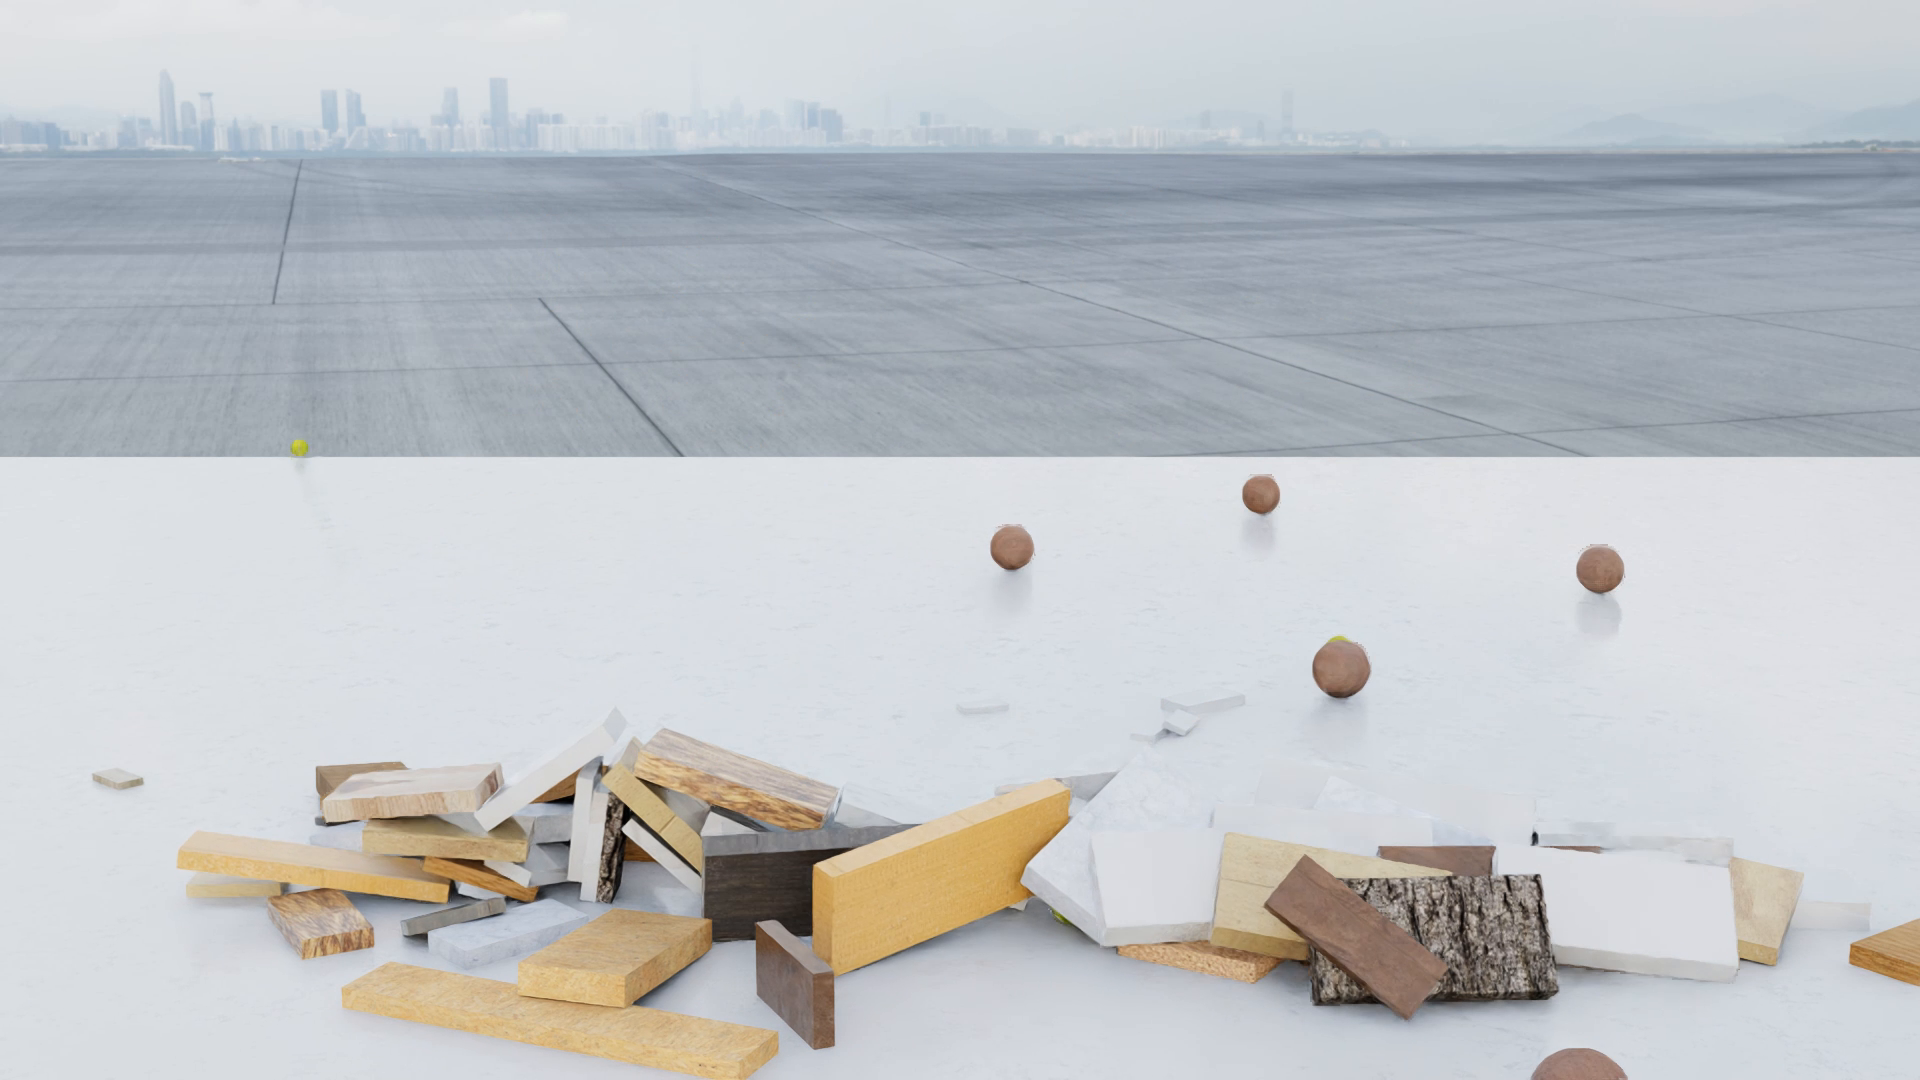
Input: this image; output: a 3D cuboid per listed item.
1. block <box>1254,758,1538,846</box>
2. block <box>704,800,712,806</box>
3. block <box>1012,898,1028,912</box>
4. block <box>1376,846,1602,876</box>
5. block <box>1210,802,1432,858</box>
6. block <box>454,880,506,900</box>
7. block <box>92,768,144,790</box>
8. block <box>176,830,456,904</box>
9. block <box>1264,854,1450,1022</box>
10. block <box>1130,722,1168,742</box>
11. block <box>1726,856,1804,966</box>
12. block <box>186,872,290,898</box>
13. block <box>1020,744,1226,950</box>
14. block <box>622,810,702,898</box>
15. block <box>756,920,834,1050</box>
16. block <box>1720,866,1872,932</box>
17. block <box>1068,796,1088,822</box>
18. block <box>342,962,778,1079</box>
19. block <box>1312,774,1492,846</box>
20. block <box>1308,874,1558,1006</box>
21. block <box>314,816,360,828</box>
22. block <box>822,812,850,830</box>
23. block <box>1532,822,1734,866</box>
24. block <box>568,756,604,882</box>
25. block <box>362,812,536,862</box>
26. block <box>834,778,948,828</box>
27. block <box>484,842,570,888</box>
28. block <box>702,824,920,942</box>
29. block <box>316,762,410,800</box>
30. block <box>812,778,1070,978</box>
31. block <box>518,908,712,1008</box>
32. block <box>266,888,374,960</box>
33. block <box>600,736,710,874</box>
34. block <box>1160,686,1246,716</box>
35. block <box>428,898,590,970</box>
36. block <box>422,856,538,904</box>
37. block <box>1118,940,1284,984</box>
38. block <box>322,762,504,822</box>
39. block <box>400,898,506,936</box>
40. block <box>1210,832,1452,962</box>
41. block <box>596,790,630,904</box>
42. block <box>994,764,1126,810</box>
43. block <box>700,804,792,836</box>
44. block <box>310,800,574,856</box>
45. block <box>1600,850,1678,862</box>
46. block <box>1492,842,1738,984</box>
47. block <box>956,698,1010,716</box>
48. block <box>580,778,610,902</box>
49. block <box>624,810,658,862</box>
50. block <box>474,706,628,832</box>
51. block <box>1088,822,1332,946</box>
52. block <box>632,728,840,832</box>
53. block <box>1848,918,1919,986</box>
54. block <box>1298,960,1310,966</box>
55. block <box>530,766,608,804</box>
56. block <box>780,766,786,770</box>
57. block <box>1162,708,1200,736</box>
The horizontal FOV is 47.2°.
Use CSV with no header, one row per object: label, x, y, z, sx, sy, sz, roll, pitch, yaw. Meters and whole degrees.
block,0.722,0.466,3.678,0.456,0.040,0.143,7,51,18
block,-0.464,0.430,3.865,0.190,0.027,0.095,44,13,-2
block,-0.009,0.534,3.639,0.254,0.036,0.127,20,10,-3
block,0.833,0.562,3.416,0.349,0.049,0.175,0,48,-2
block,0.576,0.522,3.508,0.349,0.175,0.049,4,-32,0
block,-0.806,0.559,3.673,0.077,0.022,0.154,19,7,-22
block,-1.645,0.466,4.295,0.103,0.015,0.051,9,14,41
block,-1.060,0.541,3.645,0.436,0.031,0.111,9,8,-6
block,0.571,0.573,3.177,0.258,0.095,0.027,38,-17,16
block,0.400,0.404,4.631,0.052,0.015,0.104,5,12,24
block,1.246,0.581,3.456,0.113,0.032,0.227,11,28,27
block,-1.209,0.575,3.690,0.154,0.022,0.077,-1,11,-3
block,0.269,0.488,3.537,0.173,0.049,0.346,36,48,18
block,-0.476,0.519,3.654,0.188,0.027,0.094,42,8,-7
block,-0.237,0.632,3.138,0.031,0.111,0.222,-5,12,-26
block,1.138,0.576,3.615,0.644,0.047,0.164,1,11,8
block,0.309,0.512,3.681,0.276,0.039,0.138,20,9,4
block,-0.573,0.678,3.110,0.656,0.031,0.111,5,11,23
block,0.708,0.504,3.595,0.285,0.143,0.040,21,-25,25
block,0.687,0.585,3.226,0.348,0.174,0.049,-1,-25,-4
block,-1.083,0.490,3.893,0.103,0.015,0.051,-7,3,-39
block,-0.151,0.517,3.648,0.254,0.036,0.127,24,10,-3
block,1.120,0.514,3.734,0.329,0.047,0.164,1,0,-2
block,-0.622,0.461,3.650,0.027,0.188,0.094,8,19,-1
block,-0.839,0.484,3.619,0.262,0.037,0.131,5,10,-6
block,-0.079,0.471,3.628,0.254,0.036,0.127,20,10,-3
block,-0.701,0.542,3.683,0.094,0.027,0.187,22,7,24
block,-0.230,0.539,3.453,0.346,0.173,0.049,-2,31,-10
block,-1.102,0.461,4.103,0.161,0.046,0.321,-2,3,-22
block,-0.024,0.521,3.431,0.473,0.173,0.049,-15,27,-37
block,-0.509,0.620,3.281,0.165,0.047,0.330,4,5,15
block,-1.018,0.606,3.494,0.111,0.031,0.222,-6,12,-30
block,-0.453,0.467,3.644,0.314,0.044,0.157,44,8,-7
block,0.537,0.357,4.858,0.173,0.024,0.086,-8,13,-36
block,-0.705,0.616,3.445,0.222,0.031,0.111,-10,14,-43
block,-0.790,0.545,3.631,0.187,0.027,0.094,20,7,-13
block,0.371,0.627,3.380,0.227,0.032,0.113,6,12,30
block,-0.904,0.418,3.645,0.262,0.037,0.131,-5,13,9
block,-0.802,0.595,3.477,0.154,0.022,0.077,-12,-4,-23
block,0.563,0.556,3.325,0.348,0.049,0.174,10,48,5
block,-0.573,0.497,3.649,0.027,0.188,0.094,8,10,-1
block,0.206,0.472,3.817,0.276,0.138,0.039,-8,8,5
block,-0.269,0.508,3.652,0.314,0.044,0.157,24,10,-4
block,-0.874,0.503,3.822,0.465,0.046,0.161,-5,2,4
block,1.007,0.564,3.492,0.285,0.040,0.143,0,46,-3
block,0.991,0.565,3.342,0.348,0.049,0.174,6,48,7
block,0.050,0.366,4.832,0.104,0.015,0.052,-4,11,-22
block,-0.600,0.496,3.657,0.027,0.187,0.094,8,10,-1
block,-0.461,0.524,3.897,0.371,0.047,0.165,1,11,7
block,-0.675,0.377,3.636,0.262,0.037,0.131,-35,8,6
block,0.397,0.532,3.407,0.376,0.049,0.175,-2,45,-6
block,-0.365,0.397,3.608,0.314,0.044,0.157,19,10,3
block,1.483,0.628,3.378,0.227,0.032,0.113,-8,13,-35
block,0.525,0.611,3.509,0.059,0.017,0.319,-2,11,-9
block,-0.675,0.447,3.943,0.161,0.046,0.321,5,-15,-37
block,-0.488,0.478,4.145,0.330,0.047,0.165,-2,11,-9
block,0.470,0.388,4.673,0.052,0.015,0.104,24,18,17
